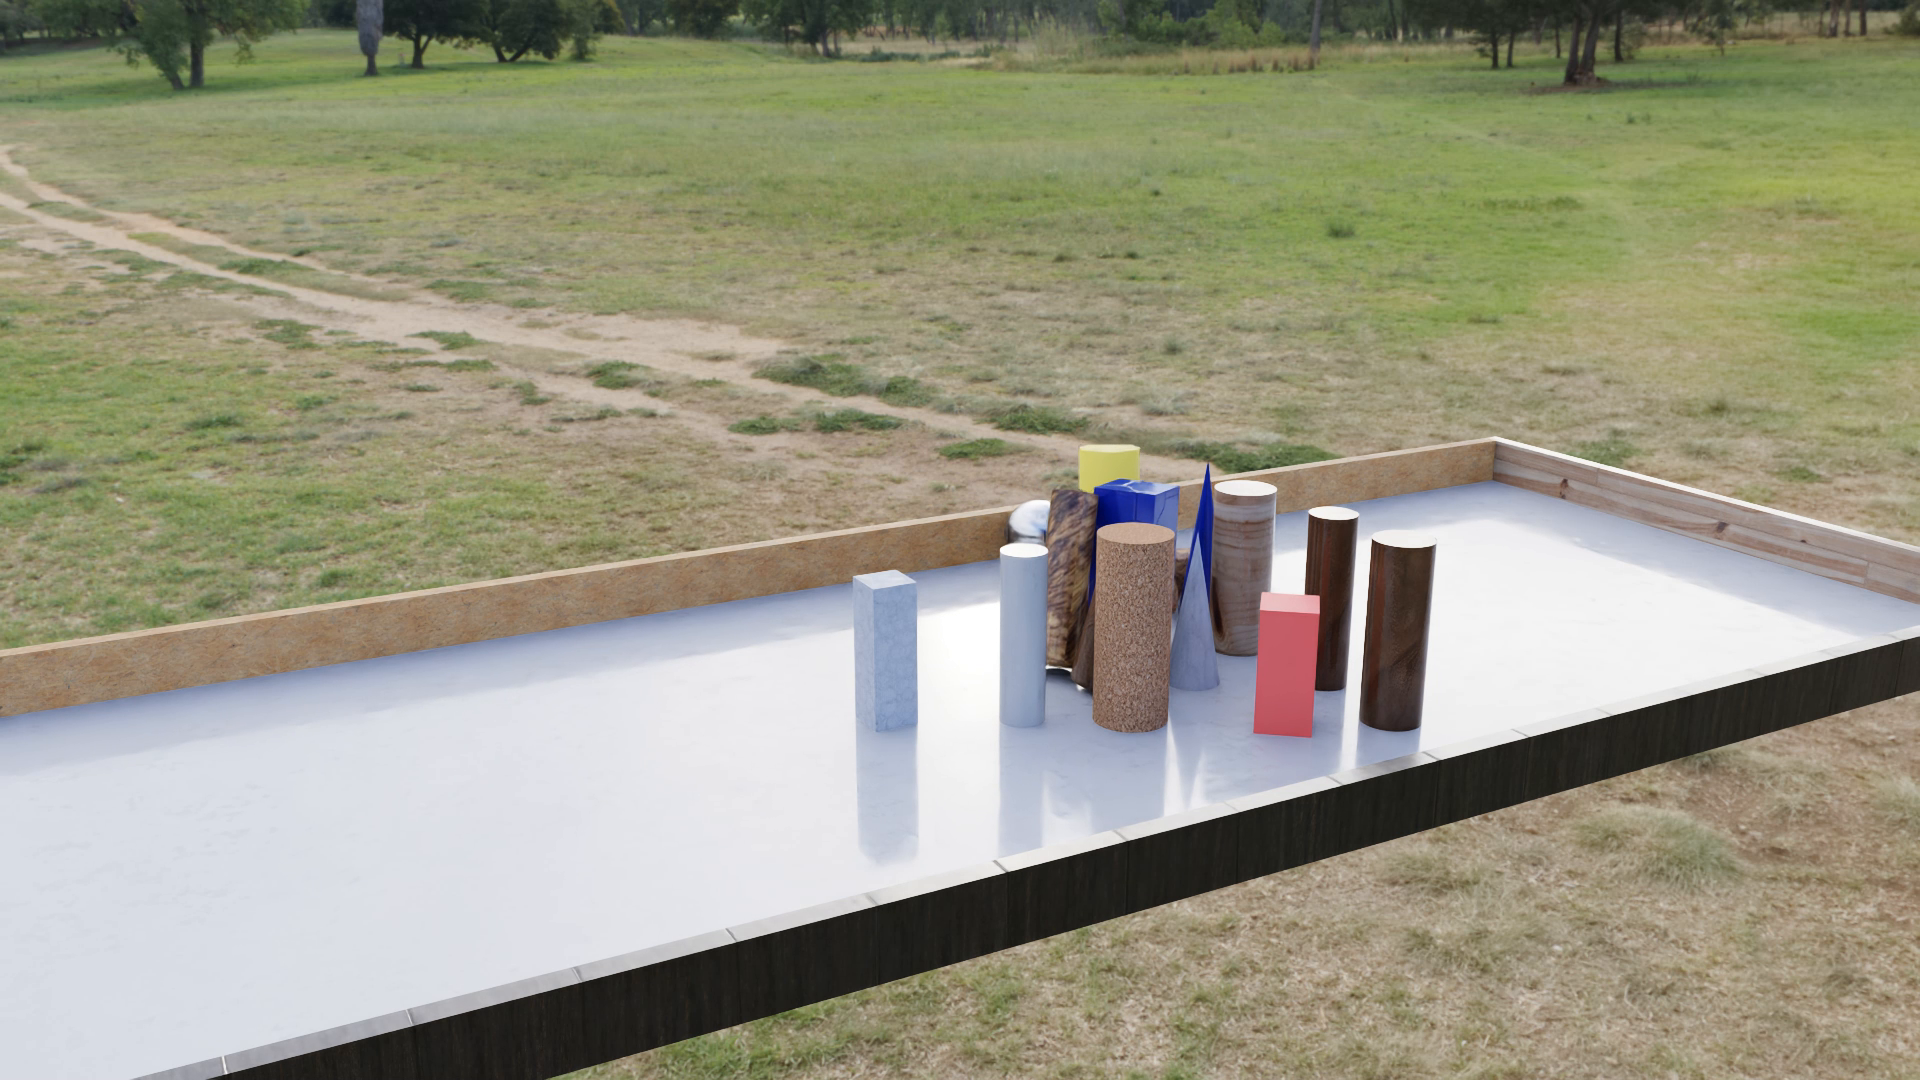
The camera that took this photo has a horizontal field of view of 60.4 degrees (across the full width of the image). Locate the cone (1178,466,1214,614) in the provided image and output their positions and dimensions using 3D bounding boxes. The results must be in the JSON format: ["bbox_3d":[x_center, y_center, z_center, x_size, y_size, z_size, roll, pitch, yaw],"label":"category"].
[{"bbox_3d":[0.680,-0.006,4.578,0.133,0.449,0.133,0,16,0],"label":"cone"}]

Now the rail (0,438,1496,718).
[{"bbox_3d":[-3.305,0.497,3.399,12.000,0.150,0.050,-9,18,-27],"label":"rail"}]

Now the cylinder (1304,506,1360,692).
[{"bbox_3d":[0.910,0.146,4.075,0.120,0.441,0.120,0,16,0],"label":"cylinder"}]

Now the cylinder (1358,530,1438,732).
[{"bbox_3d":[1.019,0.211,3.844,0.146,0.447,0.146,0,16,0],"label":"cylinder"}]

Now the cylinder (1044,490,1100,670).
[{"bbox_3d":[0.267,0.101,4.202,0.122,0.445,0.122,7,-6,1],"label":"cylinder"}]

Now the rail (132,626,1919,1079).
[{"bbox_3d":[-2.336,1.006,1.665,12.000,0.150,0.050,-9,18,-27],"label":"rail"}]

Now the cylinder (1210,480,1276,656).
[{"bbox_3d":[0.740,0.074,4.330,0.160,0.435,0.160,0,16,0],"label":"cylinder"}]

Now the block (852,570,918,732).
[{"bbox_3d":[-0.174,0.258,3.856,0.111,0.349,0.111,-9,18,-27],"label":"block"}]

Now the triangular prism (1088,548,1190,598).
[{"bbox_3d":[0.538,0.084,4.723,0.426,0.149,0.129,-4,-19,-12],"label":"triangular prism"}]

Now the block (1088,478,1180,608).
[{"bbox_3d":[0.454,0.070,4.333,0.170,0.428,0.170,8,13,27],"label":"block"}]

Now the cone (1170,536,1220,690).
[{"bbox_3d":[0.583,0.167,4.095,0.140,0.391,0.140,0,16,0],"label":"cone"}]

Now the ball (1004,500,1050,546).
[{"bbox_3d":[0.240,-0.023,5.068,0.205,0.205,0.205,0,16,0],"label":"ball"}]

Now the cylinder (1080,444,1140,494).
[{"bbox_3d":[0.439,-0.072,4.863,0.176,0.401,0.176,-1,11,0],"label":"cylinder"}]

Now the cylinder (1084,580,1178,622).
[{"bbox_3d":[0.433,0.164,4.583,0.325,0.122,0.122,-5,17,-17],"label":"cylinder"}]

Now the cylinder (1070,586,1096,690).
[{"bbox_3d":[0.383,0.170,4.035,0.132,0.398,0.132,12,21,-5],"label":"cylinder"}]

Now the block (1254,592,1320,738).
[{"bbox_3d":[0.759,0.289,3.835,0.132,0.302,0.132,3,17,11],"label":"block"}]

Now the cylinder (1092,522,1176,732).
[{"bbox_3d":[0.404,0.203,3.852,0.179,0.457,0.179,0,16,0],"label":"cylinder"}]

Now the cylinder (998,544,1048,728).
[{"bbox_3d":[0.147,0.224,3.853,0.111,0.418,0.111,0,16,0],"label":"cylinder"}]

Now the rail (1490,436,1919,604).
[{"bbox_3d":[2.466,-0.048,5.253,0.050,0.150,2.100,-9,18,-27],"label":"rail"}]
